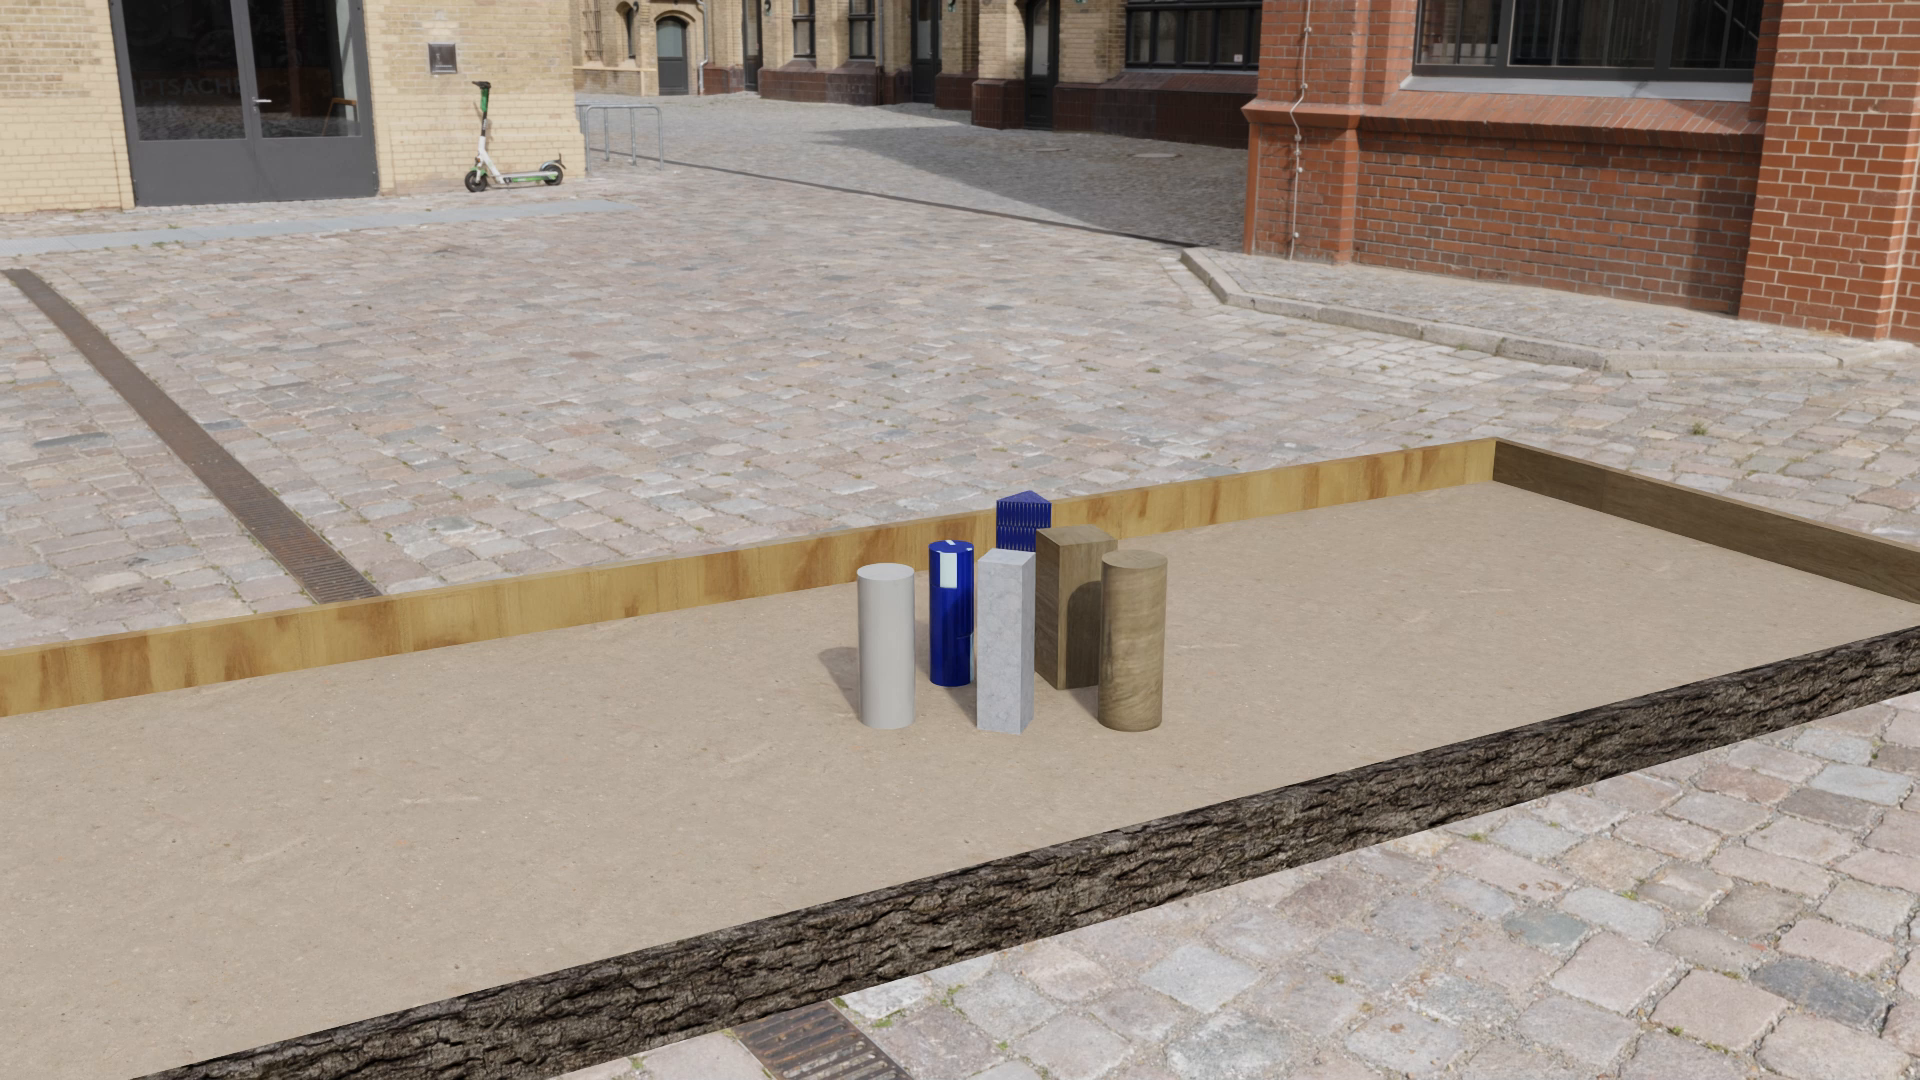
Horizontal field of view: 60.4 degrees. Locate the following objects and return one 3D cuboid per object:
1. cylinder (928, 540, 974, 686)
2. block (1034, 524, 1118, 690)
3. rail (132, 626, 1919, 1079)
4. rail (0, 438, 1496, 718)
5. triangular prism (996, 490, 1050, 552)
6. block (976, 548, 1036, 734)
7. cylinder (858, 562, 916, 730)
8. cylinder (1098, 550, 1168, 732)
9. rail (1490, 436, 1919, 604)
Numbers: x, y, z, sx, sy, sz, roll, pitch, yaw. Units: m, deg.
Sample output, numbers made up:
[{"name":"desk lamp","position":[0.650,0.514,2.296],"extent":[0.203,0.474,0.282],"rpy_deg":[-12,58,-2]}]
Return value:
[{"name":"cylinder","position":[-0.022,0.183,4.114],"extent":[0.112,0.348,0.112],"rpy_deg":[0,16,0]},{"name":"block","position":[0.287,0.166,4.126],"extent":[0.153,0.374,0.153],"rpy_deg":[-6,17,-19]},{"name":"rail","position":[-2.336,1.006,1.665],"extent":[12.000,0.150,0.050],"rpy_deg":[-9,18,-27]},{"name":"rail","position":[-3.305,0.497,3.399],"extent":[12.000,0.150,0.050],"rpy_deg":[-9,18,-27]},{"name":"triangular prism","position":[0.175,0.079,4.367],"extent":[0.140,0.405,0.122],"rpy_deg":[3,17,10]},{"name":"block","position":[0.107,0.235,3.825],"extent":[0.106,0.411,0.106],"rpy_deg":[6,17,19]},{"name":"cylinder","position":[-0.172,0.248,3.862],"extent":[0.133,0.366,0.133],"rpy_deg":[0,16,0]},{"name":"cylinder","position":[0.402,0.234,3.850],"extent":[0.152,0.399,0.152],"rpy_deg":[0,16,0]},{"name":"rail","position":[2.466,-0.048,5.253],"extent":[0.050,0.150,2.100],"rpy_deg":[-9,18,-27]}]
